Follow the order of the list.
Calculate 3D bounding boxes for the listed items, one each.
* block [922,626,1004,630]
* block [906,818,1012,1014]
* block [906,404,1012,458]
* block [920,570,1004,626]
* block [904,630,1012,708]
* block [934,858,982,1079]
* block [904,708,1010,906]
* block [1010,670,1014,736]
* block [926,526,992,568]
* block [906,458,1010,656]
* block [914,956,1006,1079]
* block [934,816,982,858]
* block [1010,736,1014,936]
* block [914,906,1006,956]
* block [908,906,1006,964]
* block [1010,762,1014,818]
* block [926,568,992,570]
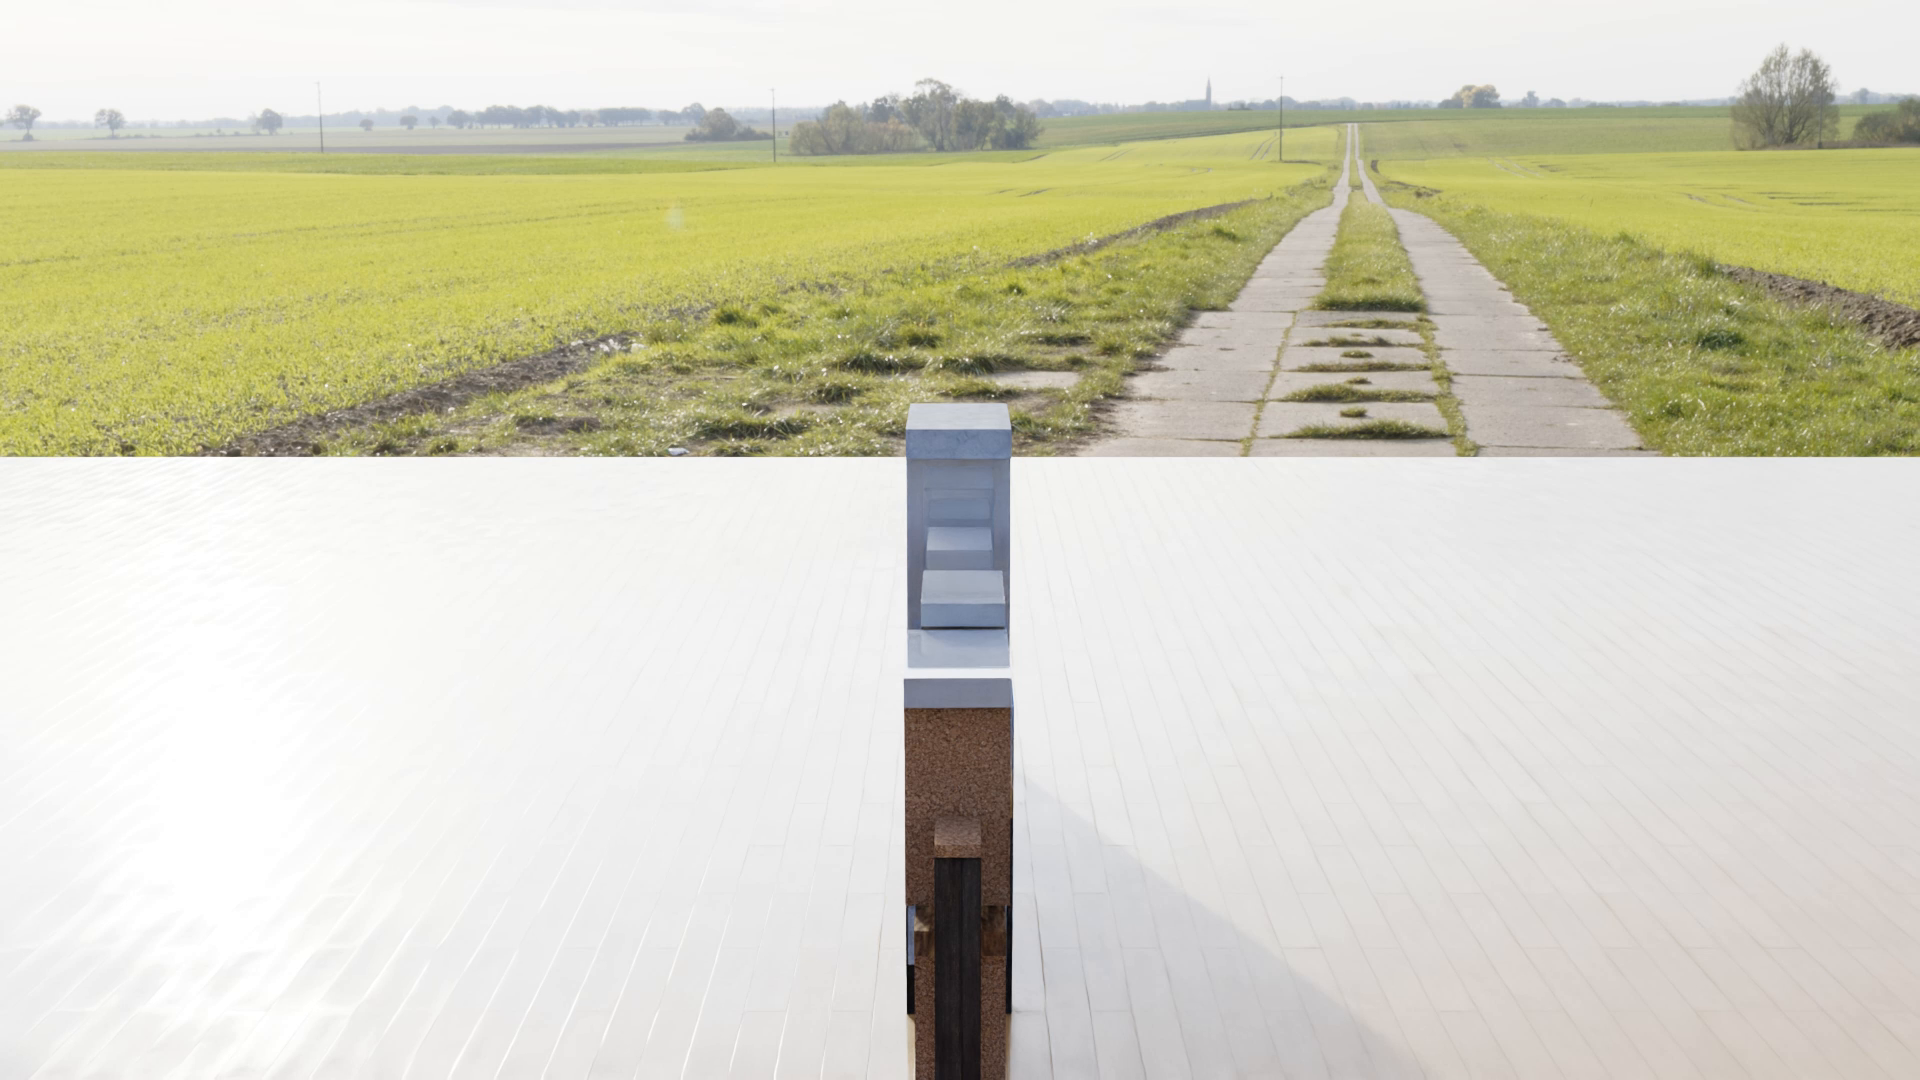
[{"bbox_3d":[0.004,0.226,3.097,0.116,0.231,0.033,0,11,0],"label":"block"},{"bbox_3d":[-0.001,0.530,3.162,0.152,0.303,0.043,0,11,0],"label":"block"},{"bbox_3d":[-0.002,-0.188,3.746,0.172,0.049,0.344,0,11,0],"label":"block"},{"bbox_3d":[0.004,0.082,3.149,0.116,0.033,0.231,0,11,0],"label":"block"},{"bbox_3d":[-0.004,0.167,2.904,0.136,0.039,0.272,0,11,0],"label":"block"},{"bbox_3d":[-0.003,0.570,2.739,0.057,0.378,0.016,0,11,0],"label":"block"},{"bbox_3d":[-0.003,0.337,2.843,0.136,0.272,0.039,0,11,0],"label":"block"},{"bbox_3d":[0.000,0.249,3.543,0.167,0.047,0.335,0,11,0],"label":"block"},{"bbox_3d":[-0.001,0.011,3.499,0.102,0.029,0.203,0,11,0],"label":"block"},{"bbox_3d":[-0.002,0.026,3.669,0.172,0.344,0.049,0,10,0],"label":"block"},{"bbox_3d":[0.000,0.629,2.823,0.116,0.231,0.033,0,11,0],"label":"block"},{"bbox_3d":[-0.003,0.369,2.740,0.057,0.016,0.114,0,11,0],"label":"block"},{"bbox_3d":[0.000,0.457,3.468,0.167,0.335,0.047,0,11,0],"label":"block"},{"bbox_3d":[0.000,0.486,2.875,0.116,0.033,0.231,0,11,0],"label":"block"},{"bbox_3d":[-0.004,0.378,3.035,0.136,0.424,0.039,0,11,0],"label":"block"},{"bbox_3d":[-0.001,0.341,3.230,0.152,0.043,0.303,0,11,0],"label":"block"},{"bbox_3d":[-0.001,0.138,3.454,0.102,0.203,0.029,0,11,0],"label":"block"}]
